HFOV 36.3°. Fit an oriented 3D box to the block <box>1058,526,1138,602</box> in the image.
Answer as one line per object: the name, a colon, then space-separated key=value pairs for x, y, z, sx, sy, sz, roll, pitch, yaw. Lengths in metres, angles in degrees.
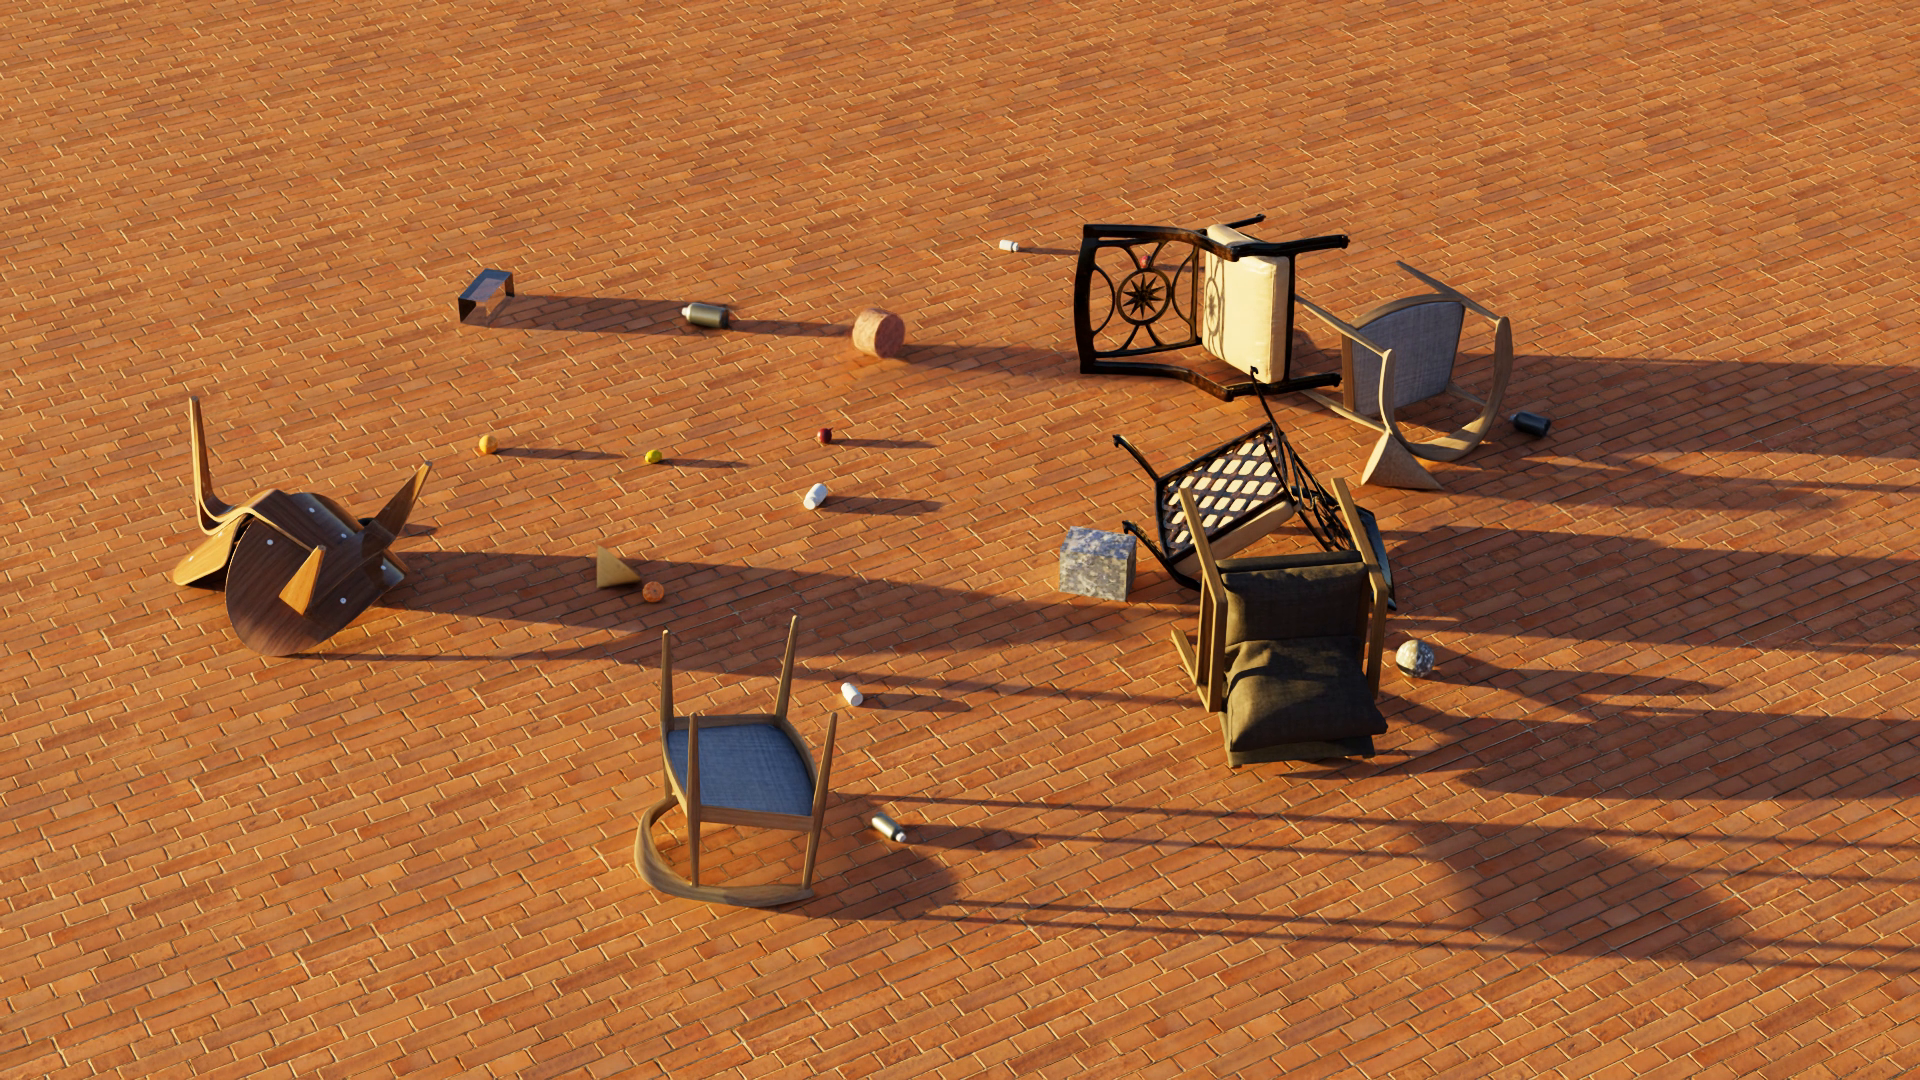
block: x=0.501 y=0.086 z=10.647 sx=0.247 sy=0.183 sz=0.163 roll=9 pitch=34 yaw=13

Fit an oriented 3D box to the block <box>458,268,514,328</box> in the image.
block: x=-2.000 y=-1.024 z=12.389 sx=0.125 sy=0.120 sz=0.277 roll=9 pitch=35 yaw=14

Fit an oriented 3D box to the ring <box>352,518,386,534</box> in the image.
ring: x=-2.217 y=-0.054 z=11.001 sx=0.122 sy=0.029 sz=0.089 roll=0 pitch=34 yaw=-1

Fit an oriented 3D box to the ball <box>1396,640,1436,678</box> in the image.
ball: x=1.584 y=0.414 z=10.194 sx=0.134 sy=0.134 sz=0.134 roll=0 pitch=33 yaw=0

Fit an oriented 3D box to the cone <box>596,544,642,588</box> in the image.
cone: x=-1.283 y=0.130 z=10.687 sx=0.126 sy=0.151 sz=0.273 roll=-48 pitch=47 yaw=-10

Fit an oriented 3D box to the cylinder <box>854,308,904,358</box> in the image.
cylinder: x=-0.334 y=-0.848 z=12.046 sx=0.105 sy=0.184 sz=0.235 roll=20 pitch=1 yaw=27

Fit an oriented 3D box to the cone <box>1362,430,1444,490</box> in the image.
cone: x=1.725 y=-0.254 z=11.230 sx=0.299 sy=0.228 sz=0.240 roll=25 pitch=-4 yaw=-1
